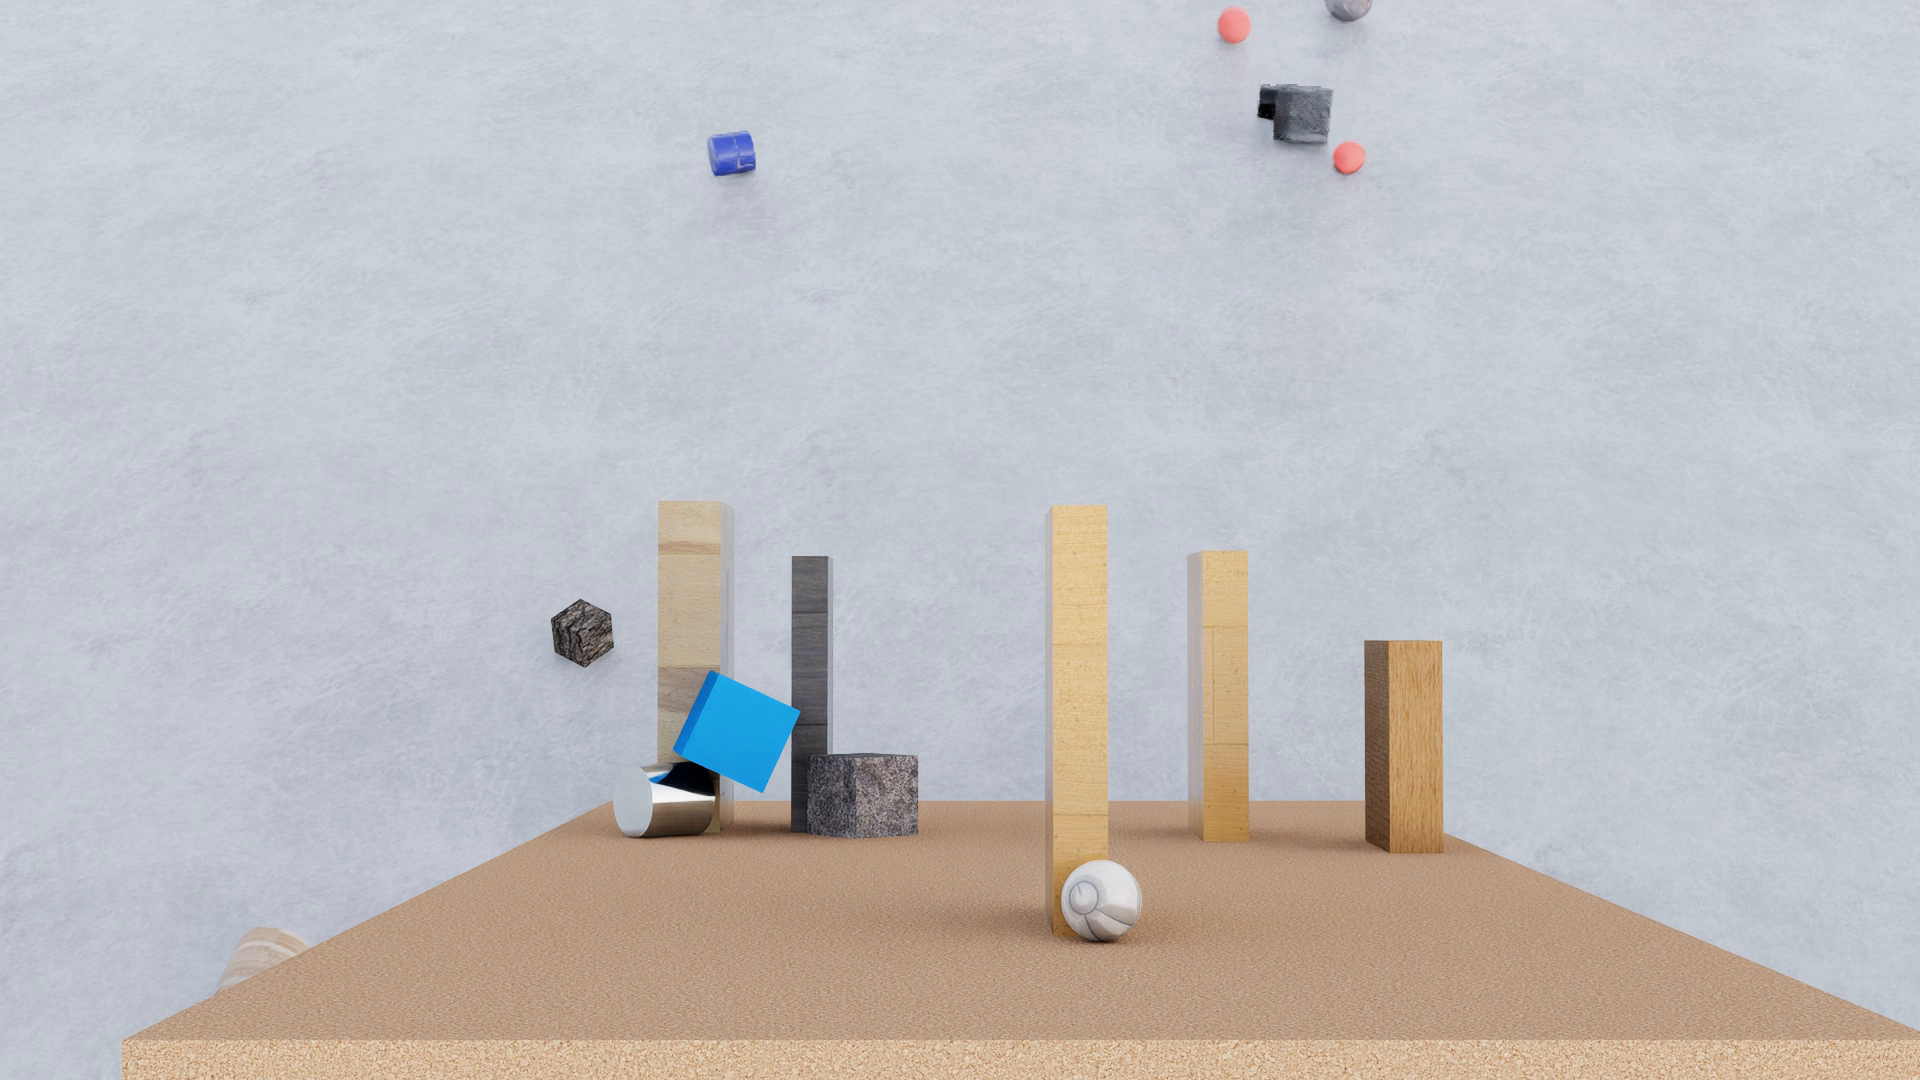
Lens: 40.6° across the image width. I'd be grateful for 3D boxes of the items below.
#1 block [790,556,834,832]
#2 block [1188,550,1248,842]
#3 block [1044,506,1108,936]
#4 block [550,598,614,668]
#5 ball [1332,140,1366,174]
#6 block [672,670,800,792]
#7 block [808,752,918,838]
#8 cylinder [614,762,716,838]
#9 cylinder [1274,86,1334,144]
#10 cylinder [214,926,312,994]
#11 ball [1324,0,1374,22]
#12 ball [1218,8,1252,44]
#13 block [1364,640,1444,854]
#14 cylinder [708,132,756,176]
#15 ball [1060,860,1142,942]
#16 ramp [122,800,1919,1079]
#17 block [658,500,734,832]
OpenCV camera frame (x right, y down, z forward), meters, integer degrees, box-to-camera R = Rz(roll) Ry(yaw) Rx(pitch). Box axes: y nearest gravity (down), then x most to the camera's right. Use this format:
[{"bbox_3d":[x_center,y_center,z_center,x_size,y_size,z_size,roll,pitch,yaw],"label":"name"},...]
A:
[{"bbox_3d":[-0.335,0.347,5.906,0.081,0.615,0.243,0,-2,0],"label":"block"},{"bbox_3d":[0.567,0.339,5.736,0.096,0.620,0.385,0,-2,0],"label":"block"},{"bbox_3d":[0.178,0.272,4.014,0.081,0.635,0.362,0,-2,0],"label":"block"},{"bbox_3d":[-1.086,0.268,7.478,0.121,0.121,0.121,24,42,30],"label":"block"},{"bbox_3d":[1.481,-1.457,9.896,0.124,0.124,0.124,0,35,0],"label":"ball"},{"bbox_3d":[-0.492,0.419,5.705,0.195,0.195,0.195,26,-6,-10],"label":"block"},{"bbox_3d":[-0.215,0.562,5.731,0.174,0.174,0.174,2,-3,-41],"label":"block"},{"bbox_3d":[-0.647,0.567,5.678,0.160,0.160,0.160,2,28,-39],"label":"cylinder"},{"bbox_3d":[1.333,-1.652,10.096,0.210,0.210,0.210,6,36,9],"label":"cylinder"},{"bbox_3d":[-1.679,1.075,6.279,0.197,0.197,0.197,5,36,6],"label":"cylinder"},{"bbox_3d":[1.648,-2.302,11.012,0.207,0.207,0.207,0,35,0],"label":"ball"},{"bbox_3d":[1.147,-2.147,10.848,0.144,0.144,0.144,0,35,0],"label":"ball"},{"bbox_3d":[0.922,0.424,5.410,0.108,0.428,0.318,0,-2,0],"label":"block"},{"bbox_3d":[-0.869,-1.469,9.892,0.149,0.149,0.149,-11,37,-15],"label":"cylinder"},{"bbox_3d":[0.205,0.522,3.765,0.118,0.118,0.118,0,35,0],"label":"ball"},{"bbox_3d":[0.078,0.669,4.855,2.000,0.100,4.000,0,-2,0],"label":"ramp"},{"bbox_3d":[-0.605,0.288,5.983,0.140,0.739,0.361,0,-2,0],"label":"block"}]
